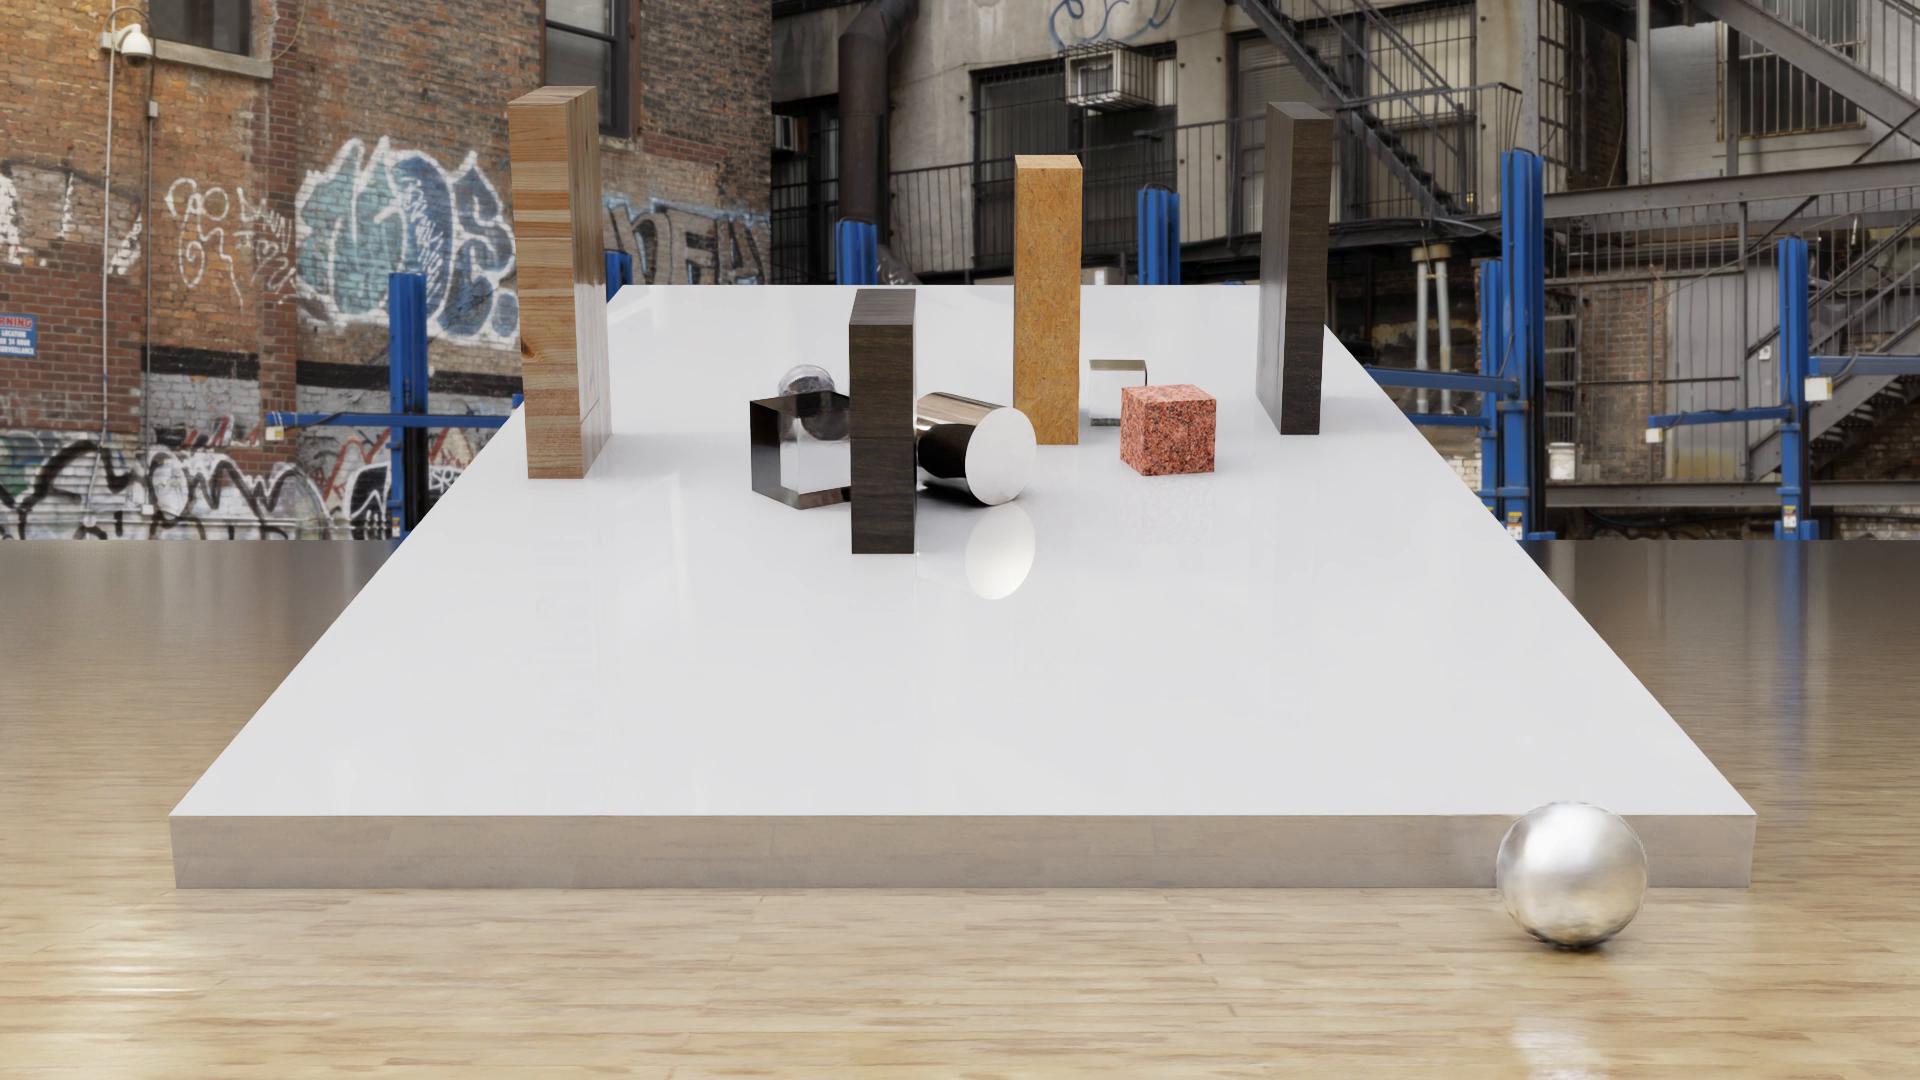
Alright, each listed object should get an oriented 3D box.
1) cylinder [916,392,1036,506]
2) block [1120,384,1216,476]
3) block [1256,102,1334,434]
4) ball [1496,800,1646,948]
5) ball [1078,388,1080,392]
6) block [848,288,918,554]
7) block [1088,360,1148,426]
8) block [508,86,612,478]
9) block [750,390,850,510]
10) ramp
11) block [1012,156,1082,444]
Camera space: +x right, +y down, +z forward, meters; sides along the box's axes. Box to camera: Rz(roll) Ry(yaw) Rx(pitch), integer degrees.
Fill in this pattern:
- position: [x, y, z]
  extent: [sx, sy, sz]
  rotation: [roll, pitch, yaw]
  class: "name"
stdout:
- position: [0.014, -0.178, 4.254]
  extent: [0.189, 0.189, 0.189]
  rotation: [0, 12, -44]
  class: "cylinder"
- position: [0.422, -0.225, 4.487]
  extent: [0.150, 0.150, 0.150]
  rotation: [-4, 17, -13]
  class: "block"
- position: [0.733, -0.607, 4.871]
  extent: [0.084, 0.672, 0.412]
  rotation: [0, 16, 0]
  class: "block"
- position: [0.666, 0.364, 2.409]
  extent: [0.159, 0.159, 0.159]
  rotation: [0, 0, 0]
  class: "ball"
- position: [0.205, -0.349, 4.955]
  extent: [0.128, 0.128, 0.128]
  rotation: [0, 0, 0]
  class: "ball"
- position: [-0.137, -0.223, 4.012]
  extent: [0.110, 0.409, 0.366]
  rotation: [0, 16, 0]
  class: "block"
- position: [0.348, -0.326, 4.886]
  extent: [0.124, 0.124, 0.124]
  rotation: [0, 16, 1]
  class: "block"
- position: [-0.806, -0.530, 4.484]
  extent: [0.109, 0.737, 0.391]
  rotation: [0, 16, 0]
  class: "block"
- position: [-0.282, -0.176, 4.266]
  extent: [0.179, 0.179, 0.179]
  rotation: [-11, 19, -33]
  class: "block"
- position: [-0.002, -0.161, 4.716]
  extent: [2.000, 0.100, 4.000]
  rotation: [0, 16, 0]
  class: "ramp"
- position: [0.184, -0.515, 4.713]
  extent: [0.132, 0.581, 0.244]
  rotation: [0, 16, 0]
  class: "block"
